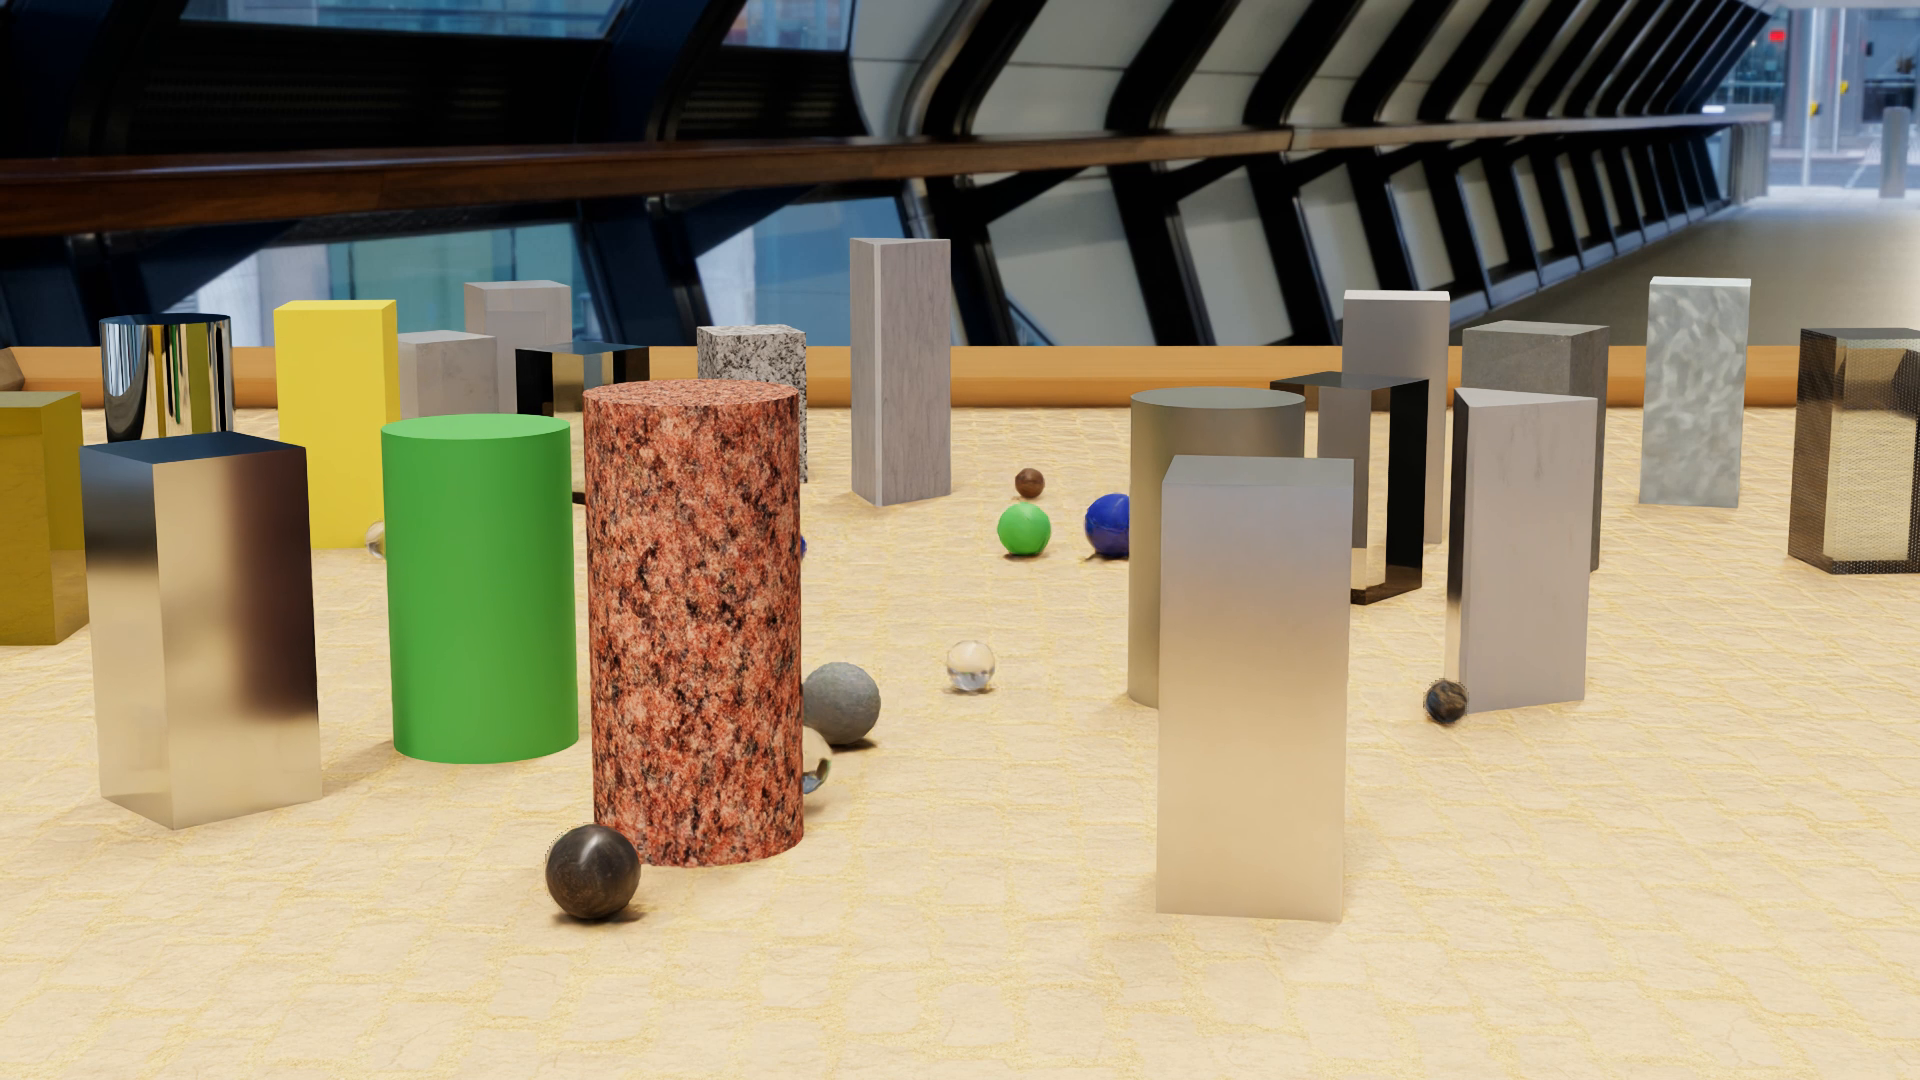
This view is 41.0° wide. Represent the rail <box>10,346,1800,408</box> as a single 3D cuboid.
[{"bbox_3d":[-0.012,-0.349,5.516,4.065,0.130,0.045,0,10,0],"label":"rail"}]

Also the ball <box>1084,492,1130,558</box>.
[{"bbox_3d":[0.234,-0.022,3.844,0.097,0.097,0.097,0,10,0],"label":"ball"}]

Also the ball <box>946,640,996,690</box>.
[{"bbox_3d":[0.012,0.147,3.030,0.060,0.060,0.060,0,10,0],"label":"ball"}]

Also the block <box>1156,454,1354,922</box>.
[{"bbox_3d":[0.261,0.126,2.265,0.160,0.380,0.160,2,11,8],"label":"block"}]

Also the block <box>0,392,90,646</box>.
[{"bbox_3d":[-1.233,-0.030,3.315,0.160,0.306,0.160,0,10,-1],"label":"block"}]

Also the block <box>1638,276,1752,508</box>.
[{"bbox_3d":[1.244,-0.253,4.343,0.160,0.369,0.160,3,11,17],"label":"block"}]

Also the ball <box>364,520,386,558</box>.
[{"bbox_3d":[-0.860,-0.001,3.836,0.058,0.058,0.058,0,10,0],"label":"ball"}]

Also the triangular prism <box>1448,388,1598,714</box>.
[{"bbox_3d":[0.618,0.006,2.992,0.173,0.352,0.150,-5,11,-24],"label":"triangular prism"}]

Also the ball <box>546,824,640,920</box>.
[{"bbox_3d":[-0.317,0.287,2.216,0.082,0.082,0.082,0,10,0],"label":"ball"}]

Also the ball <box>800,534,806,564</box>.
[{"bbox_3d":[-0.256,0.012,3.749,0.064,0.064,0.064,0,10,0],"label":"ball"}]

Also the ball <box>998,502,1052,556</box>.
[{"bbox_3d":[0.097,-0.016,3.856,0.081,0.081,0.081,0,10,0],"label":"ball"}]

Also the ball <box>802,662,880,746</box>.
[{"bbox_3d":[-0.131,0.177,2.784,0.090,0.090,0.090,0,10,0],"label":"ball"}]

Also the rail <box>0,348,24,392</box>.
[{"bbox_3d":[-2.009,0.036,3.437,0.045,0.130,4.252,0,10,0],"label":"rail"}]

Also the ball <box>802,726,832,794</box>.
[{"bbox_3d":[-0.162,0.219,2.551,0.069,0.069,0.069,0,10,0],"label":"ball"}]

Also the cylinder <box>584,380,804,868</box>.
[{"bbox_3d":[-0.250,0.073,2.421,0.200,0.428,0.200,0,10,0],"label":"cylinder"}]

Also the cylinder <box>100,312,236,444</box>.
[{"bbox_3d":[-1.258,-0.187,4.092,0.200,0.332,0.200,0,10,0],"label":"cylinder"}]

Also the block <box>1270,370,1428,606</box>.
[{"bbox_3d":[0.541,-0.076,3.589,0.160,0.296,0.160,8,13,38],"label":"block"}]

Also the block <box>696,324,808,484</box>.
[{"bbox_3d":[-0.370,-0.241,4.563,0.160,0.266,0.160,-3,11,-18],"label":"block"}]

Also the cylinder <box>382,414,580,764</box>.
[{"bbox_3d":[-0.518,0.048,2.777,0.200,0.346,0.200,0,10,0],"label":"cylinder"}]

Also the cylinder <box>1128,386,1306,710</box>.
[{"bbox_3d":[0.297,0.009,2.979,0.200,0.351,0.200,0,10,0],"label":"cylinder"}]

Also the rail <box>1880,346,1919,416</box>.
[{"bbox_3d":[2.009,0.031,3.460,0.045,0.130,4.252,0,10,0],"label":"rail"}]

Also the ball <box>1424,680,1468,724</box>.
[{"bbox_3d":[0.545,0.182,2.878,0.048,0.048,0.048,0,10,0],"label":"ball"}]

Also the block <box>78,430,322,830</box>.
[{"bbox_3d":[-0.754,0.084,2.553,0.160,0.358,0.160,-10,14,-42],"label":"block"}]

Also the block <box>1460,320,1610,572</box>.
[{"bbox_3d":[0.827,-0.129,3.709,0.160,0.356,0.160,7,12,32],"label":"block"}]

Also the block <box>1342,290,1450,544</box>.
[{"bbox_3d":[0.678,-0.196,4.018,0.160,0.376,0.160,2,11,9],"label":"block"}]

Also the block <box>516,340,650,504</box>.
[{"bbox_3d":[-0.643,-0.203,4.395,0.160,0.253,0.160,8,13,35],"label":"block"}]

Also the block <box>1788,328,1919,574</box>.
[{"bbox_3d":[1.337,-0.133,3.773,0.160,0.342,0.160,-1,11,-5],"label":"block"}]

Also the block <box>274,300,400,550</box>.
[{"bbox_3d":[-0.956,-0.181,3.965,0.160,0.365,0.160,-1,11,-4],"label":"block"}]

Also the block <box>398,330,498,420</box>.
[{"bbox_3d":[-0.907,-0.216,4.421,0.160,0.270,0.160,-10,14,-43],"label":"block"}]

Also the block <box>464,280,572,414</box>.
[{"bbox_3d":[-0.813,-0.306,4.739,0.160,0.331,0.160,-5,11,-23],"label":"block"}]

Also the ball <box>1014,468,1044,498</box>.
[{"bbox_3d":[0.119,-0.097,4.377,0.051,0.051,0.051,0,10,0],"label":"ball"}]

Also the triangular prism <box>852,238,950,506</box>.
[{"bbox_3d":[-0.131,-0.291,4.366,0.150,0.437,0.173,10,14,43],"label":"triangular prism"}]
